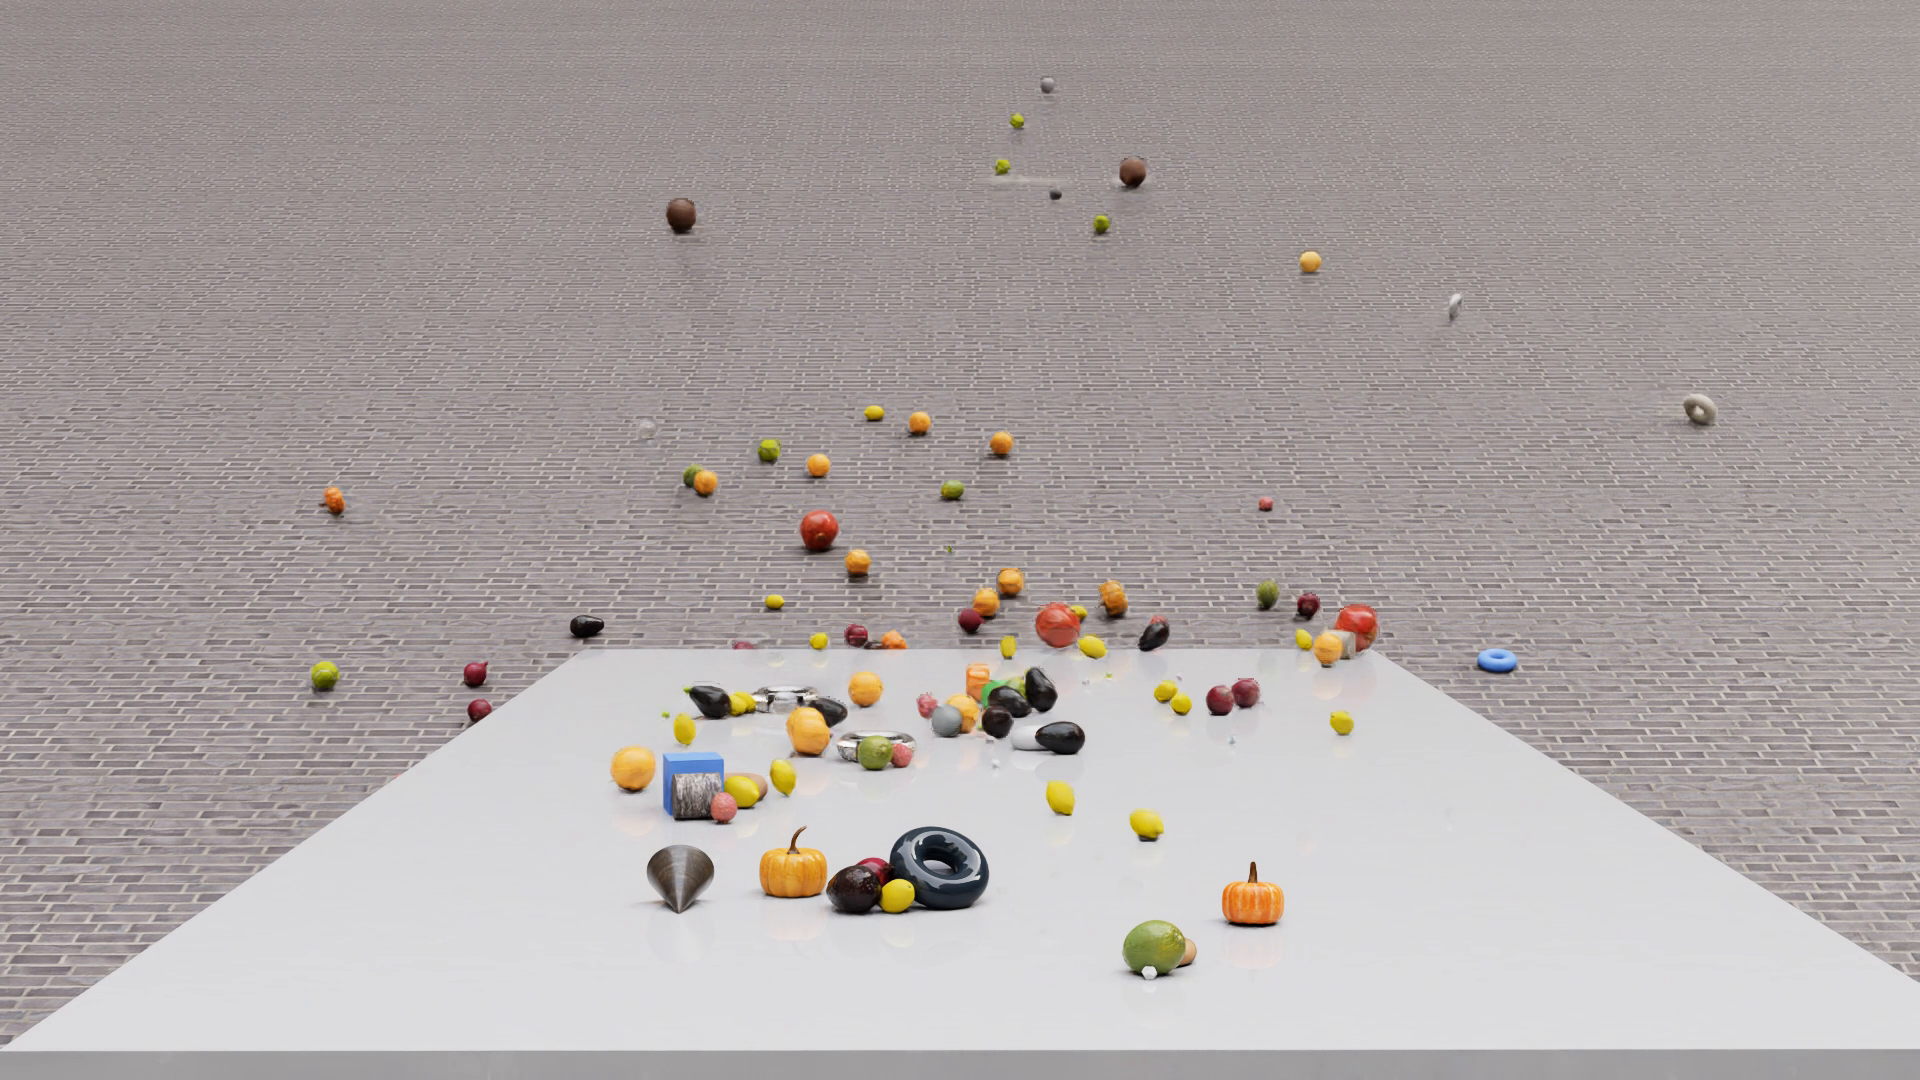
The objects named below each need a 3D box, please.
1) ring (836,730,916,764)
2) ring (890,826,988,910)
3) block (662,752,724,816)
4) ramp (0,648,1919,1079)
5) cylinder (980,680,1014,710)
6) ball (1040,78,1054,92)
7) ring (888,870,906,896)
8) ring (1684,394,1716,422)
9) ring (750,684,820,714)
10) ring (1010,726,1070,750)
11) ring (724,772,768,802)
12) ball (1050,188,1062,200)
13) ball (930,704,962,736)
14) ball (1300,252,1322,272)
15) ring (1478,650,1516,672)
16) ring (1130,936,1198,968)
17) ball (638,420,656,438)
[{"bbox_3d":[-0.147,0.366,4.542,0.143,0.048,0.143,1,2,0],"label":"ring"},{"bbox_3d":[-0.026,0.416,3.263,0.131,0.044,0.131,12,35,-9],"label":"ring"},{"bbox_3d":[-0.415,0.378,3.994,0.084,0.084,0.084,-1,3,-13],"label":"block"},{"bbox_3d":[0.049,0.440,4.532,2.000,0.100,4.000,0,3,0],"label":"ramp"},{"bbox_3d":[0.076,0.318,5.298,0.057,0.057,0.057,4,4,12],"label":"cylinder"},{"bbox_3d":[0.470,-2.444,13.817,0.080,0.080,0.080,0,21,0],"label":"ball"},{"bbox_3d":[-0.038,0.439,3.331,0.114,0.038,0.114,1,4,0],"label":"ring"},{"bbox_3d":[2.453,-0.437,8.520,0.117,0.117,0.039,20,58,42],"label":"ring"},{"bbox_3d":[-0.356,0.326,5.254,0.143,0.048,0.143,-1,4,0],"label":"ring"},{"bbox_3d":[0.147,0.362,4.698,0.111,0.037,0.111,-1,4,0],"label":"ring"},{"bbox_3d":[-0.362,0.396,4.105,0.111,0.037,0.111,-1,4,0],"label":"ring"},{"bbox_3d":[0.428,-1.550,11.508,0.054,0.054,0.054,0,21,0],"label":"ball"},{"bbox_3d":[-0.025,0.341,4.857,0.061,0.061,0.061,0,21,0],"label":"ball"},{"bbox_3d":[1.409,-1.119,10.333,0.086,0.086,0.086,0,21,0],"label":"ball"},{"bbox_3d":[1.391,0.312,6.657,0.102,0.034,0.102,-1,21,0],"label":"ring"},{"bbox_3d":[0.231,0.468,2.924,0.077,0.026,0.077,-1,3,0],"label":"ring"},{"bbox_3d":[-1.019,-0.362,8.383,0.060,0.060,0.060,0,21,0],"label":"ball"}]
